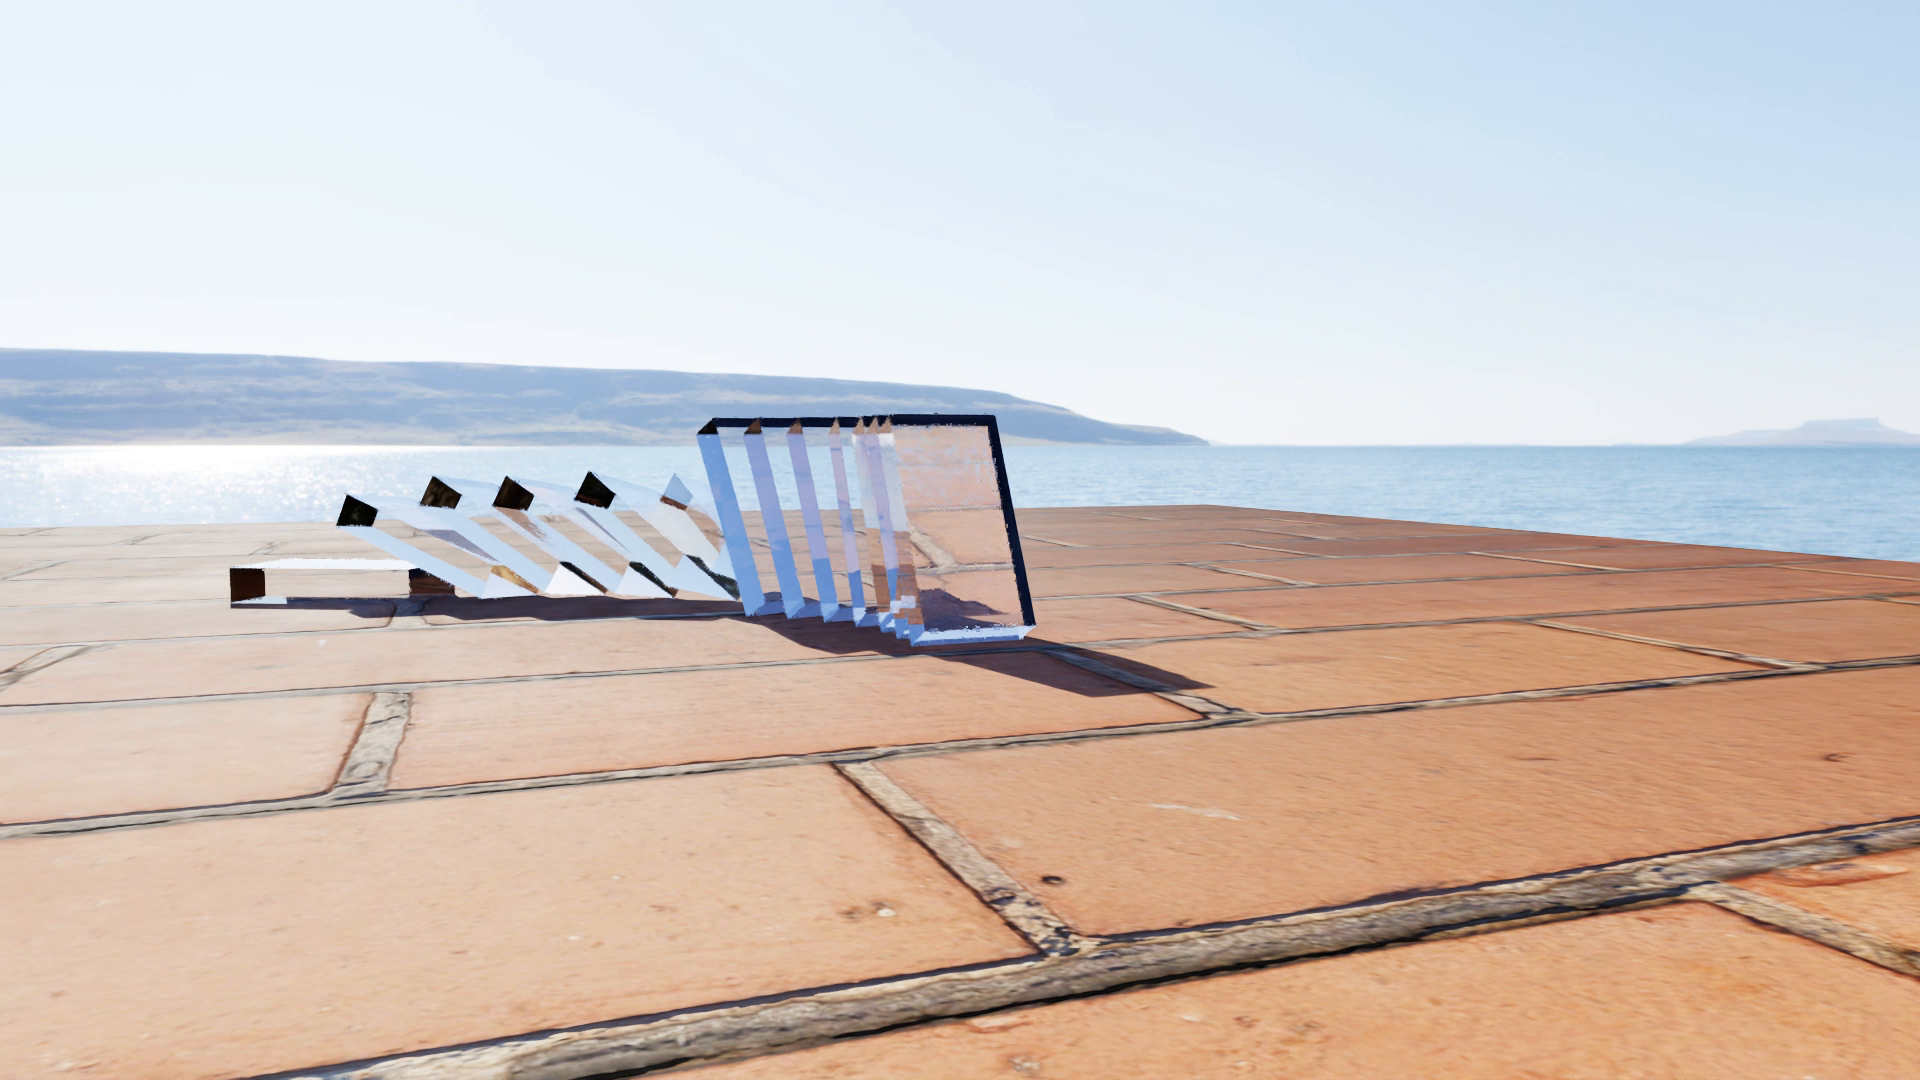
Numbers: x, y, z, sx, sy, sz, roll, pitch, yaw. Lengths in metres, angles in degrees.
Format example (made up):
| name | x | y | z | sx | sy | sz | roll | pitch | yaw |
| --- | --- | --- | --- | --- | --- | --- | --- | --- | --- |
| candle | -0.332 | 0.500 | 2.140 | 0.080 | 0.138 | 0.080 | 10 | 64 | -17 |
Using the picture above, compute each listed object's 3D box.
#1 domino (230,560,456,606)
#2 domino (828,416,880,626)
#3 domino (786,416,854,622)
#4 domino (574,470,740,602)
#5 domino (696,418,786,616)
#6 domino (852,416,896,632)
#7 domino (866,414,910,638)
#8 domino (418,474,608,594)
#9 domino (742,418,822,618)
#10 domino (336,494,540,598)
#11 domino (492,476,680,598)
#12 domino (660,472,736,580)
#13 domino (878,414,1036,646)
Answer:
| name | x | y | z | sx | sy | sz | roll | pitch | yaw |
| --- | --- | --- | --- | --- | --- | --- | --- | --- | --- |
| domino | -0.169 | 0.011 | 0.353 | 0.050 | 0.010 | 0.025 | 0 | 4 | 5 |
| domino | -0.015 | -0.005 | 0.308 | 0.025 | 0.050 | 0.010 | -2 | -22 | -22 |
| domino | -0.025 | -0.006 | 0.316 | 0.025 | 0.050 | 0.010 | -3 | -21 | -31 |
| domino | -0.082 | -0.001 | 0.351 | 0.050 | 0.010 | 0.025 | 35 | 10 | 37 |
| domino | -0.048 | -0.007 | 0.328 | 0.025 | 0.050 | 0.010 | -4 | -20 | -43 |
| domino | -0.009 | -0.004 | 0.299 | 0.025 | 0.050 | 0.010 | -2 | -22 | -22 |
| domino | -0.005 | -0.004 | 0.289 | 0.025 | 0.050 | 0.010 | -2 | -22 | -22 |
| domino | -0.122 | -0.001 | 0.356 | 0.050 | 0.010 | 0.025 | 30 | 8 | 20 |
| domino | -0.036 | -0.006 | 0.323 | 0.025 | 0.050 | 0.010 | -3 | -21 | -37 |
| domino | -0.143 | 0.001 | 0.356 | 0.050 | 0.009 | 0.025 | 23 | 6 | 14 |
| domino | -0.102 | -0.001 | 0.353 | 0.050 | 0.009 | 0.025 | 31 | 8 | 24 |
| domino | -0.062 | -0.002 | 0.350 | 0.025 | 0.010 | 0.050 | 23 | 10 | -35 |
| domino | -0.001 | -0.003 | 0.279 | 0.025 | 0.050 | 0.010 | -2 | -22 | -22 |
